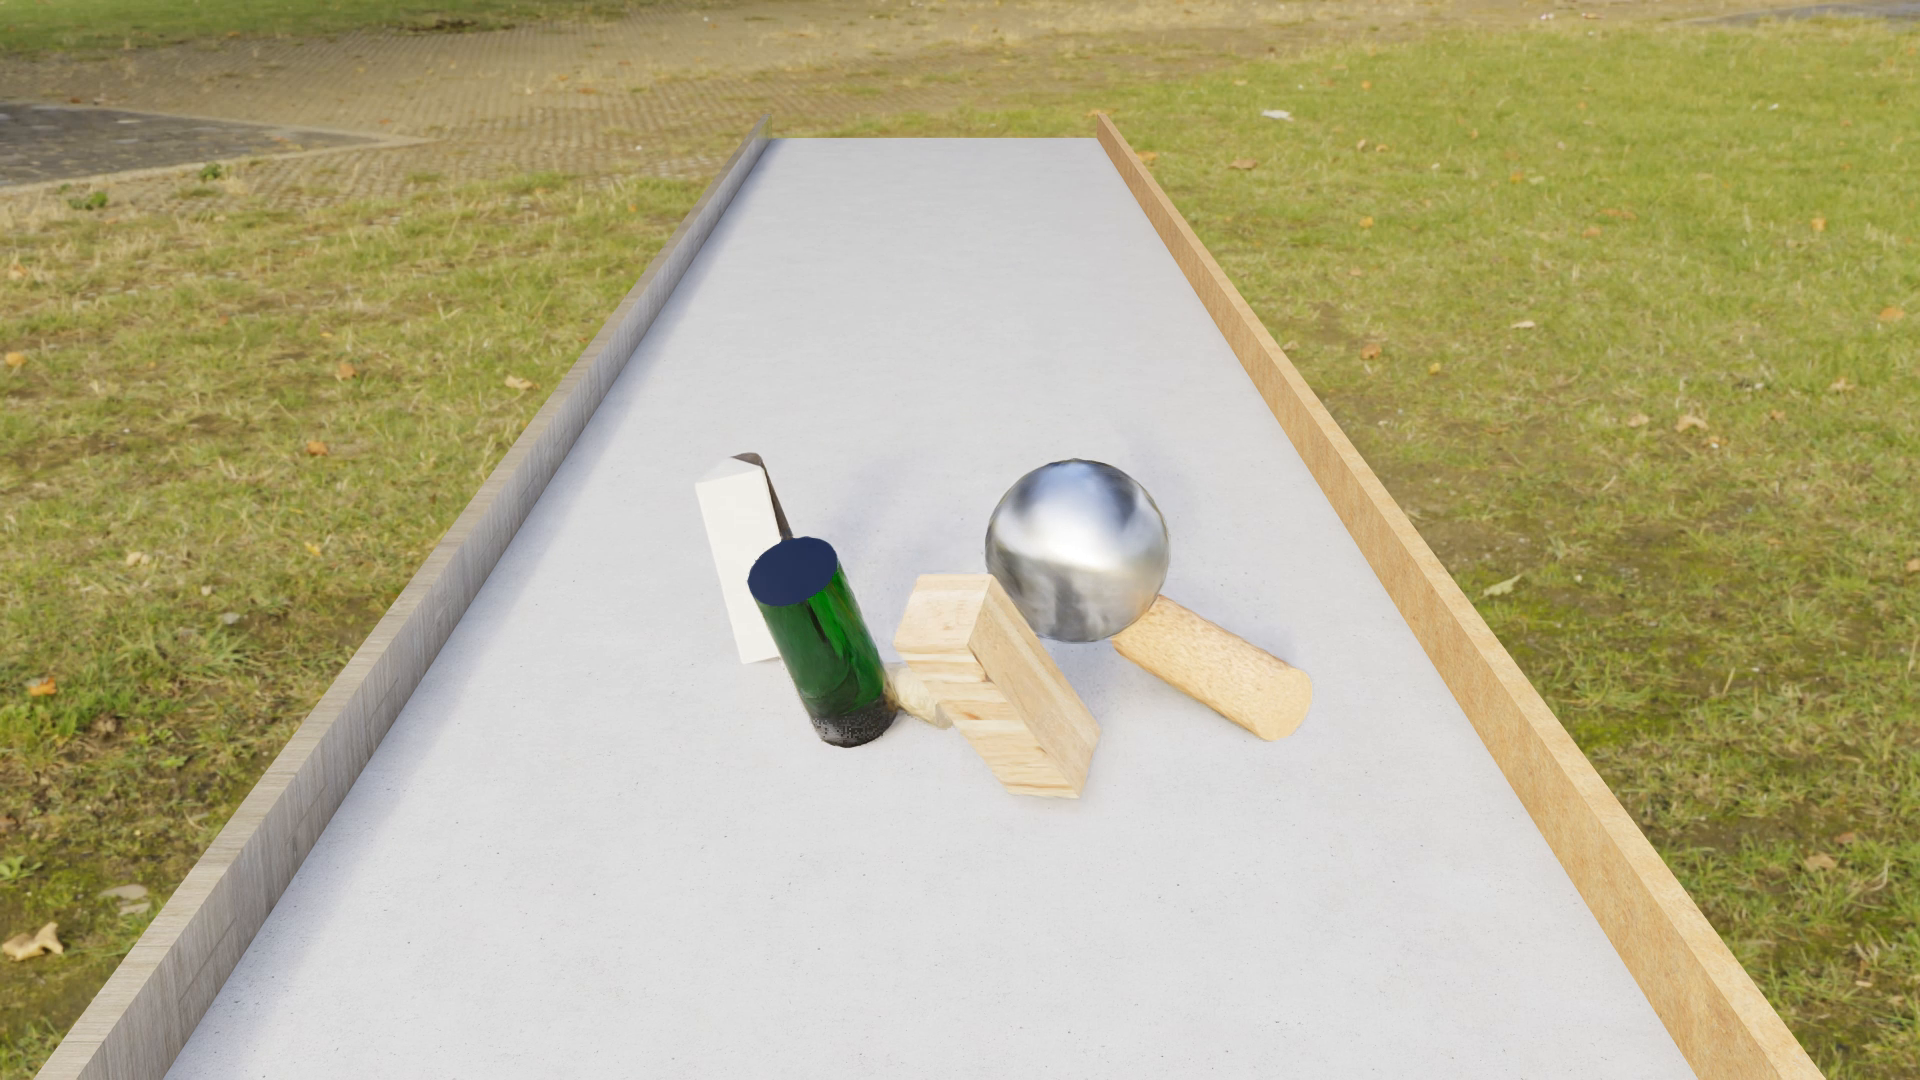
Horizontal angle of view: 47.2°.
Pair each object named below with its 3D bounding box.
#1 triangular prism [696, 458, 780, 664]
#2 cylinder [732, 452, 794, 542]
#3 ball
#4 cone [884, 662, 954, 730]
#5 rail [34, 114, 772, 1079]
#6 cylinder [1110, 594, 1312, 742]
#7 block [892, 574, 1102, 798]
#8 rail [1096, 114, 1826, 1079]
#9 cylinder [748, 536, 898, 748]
[{"bbox_3d":[-0.415,0.035,4.382,0.134,0.390,0.116,-13,21,-1],"label":"triangular prism"},{"bbox_3d":[-0.391,0.006,4.522,0.100,0.381,0.100,-15,31,9],"label":"cylinder"},{"bbox_3d":[0.212,0.020,3.995,0.336,0.336,0.336,0,17,0],"label":"ball"},{"bbox_3d":[-0.171,0.255,4.120,0.356,0.116,0.116,14,21,27],"label":"cone"},{"bbox_3d":[-1.118,-0.838,7.780,0.050,0.150,12.000,0,17,-1],"label":"rail"},{"bbox_3d":[0.466,0.230,4.128,0.142,0.142,0.409,-12,26,-34],"label":"cylinder"},{"bbox_3d":[0.067,0.242,3.582,0.135,0.450,0.135,0,53,31],"label":"block"},{"bbox_3d":[0.932,-0.844,7.801,0.050,0.150,12.000,0,17,-1],"label":"rail"},{"bbox_3d":[-0.238,0.184,3.887,0.161,0.381,0.161,-11,44,10],"label":"cylinder"}]
